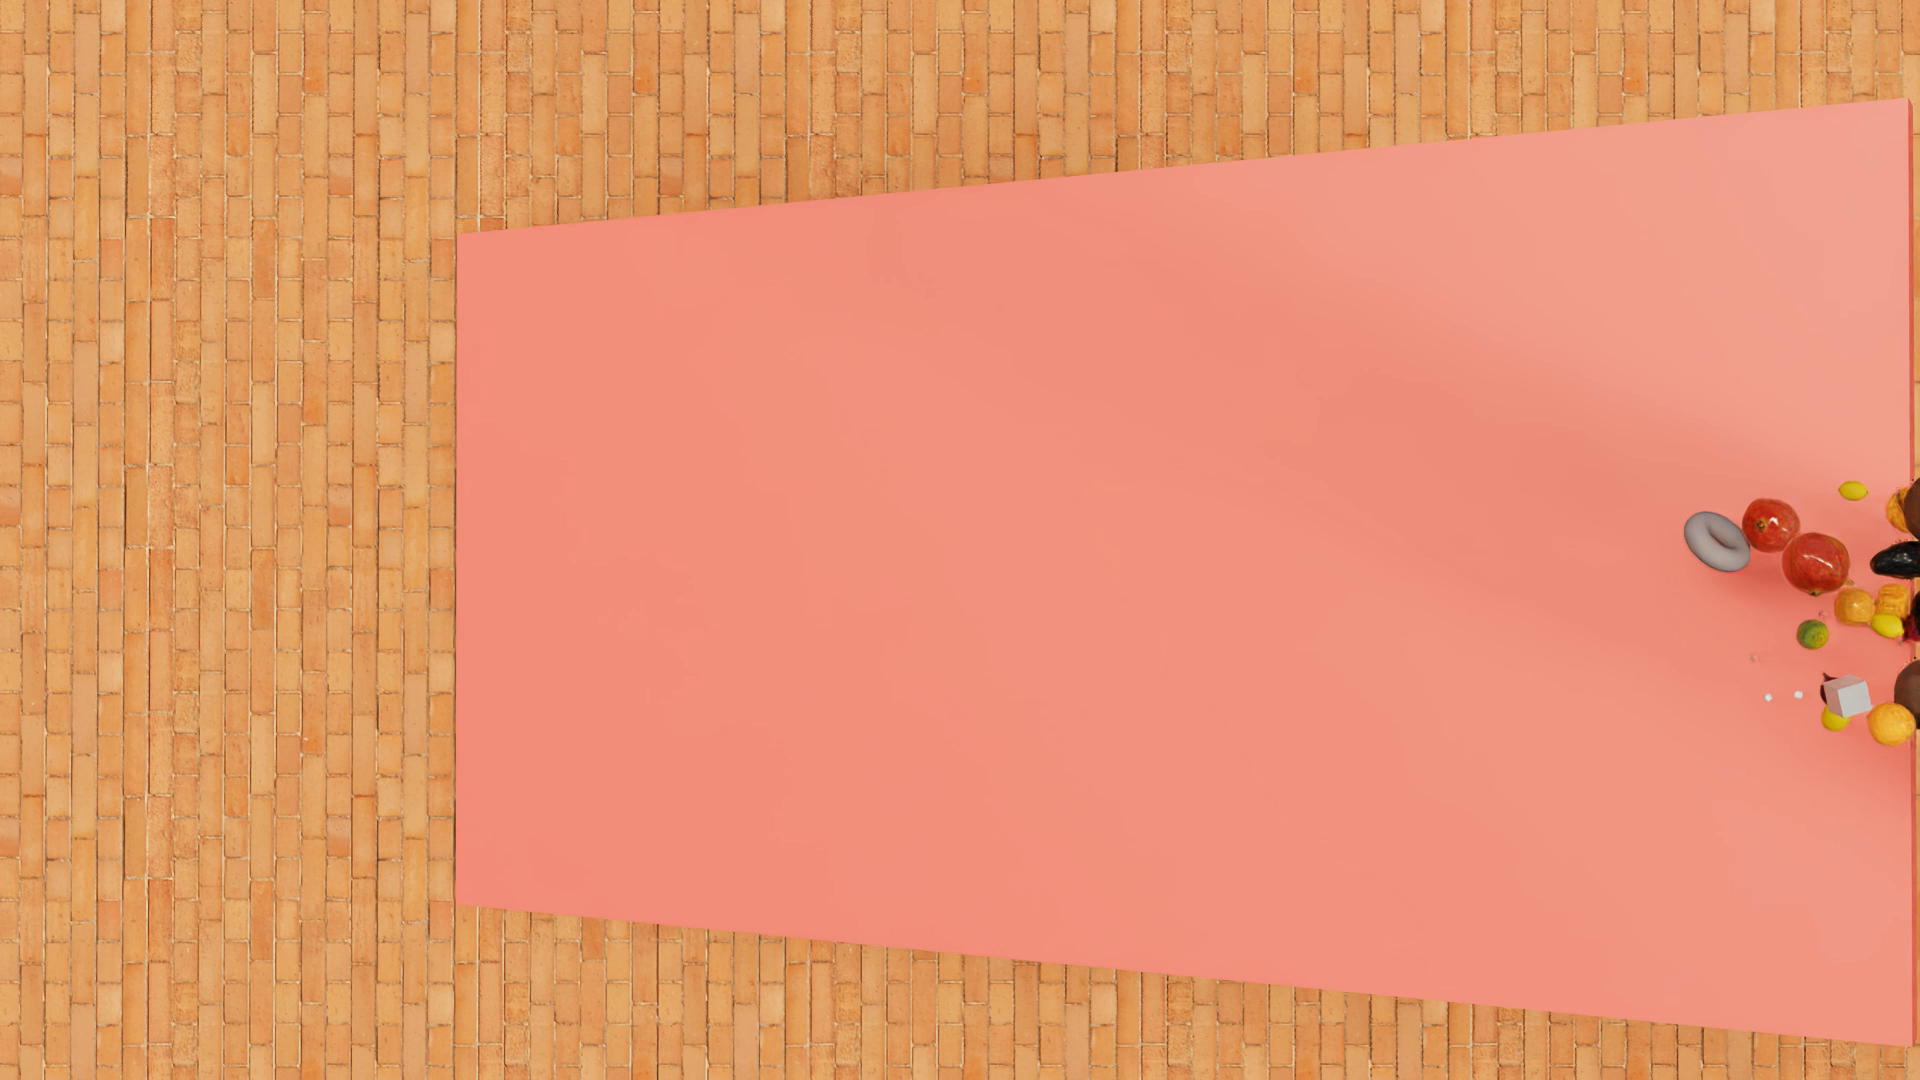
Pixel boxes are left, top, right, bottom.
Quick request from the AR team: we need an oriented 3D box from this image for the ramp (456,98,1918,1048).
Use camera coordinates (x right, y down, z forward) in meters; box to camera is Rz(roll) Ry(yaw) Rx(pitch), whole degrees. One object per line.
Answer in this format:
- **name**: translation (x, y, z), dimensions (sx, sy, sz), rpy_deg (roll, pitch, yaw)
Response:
- **ramp**: translation (0.274, 0.076, 5.641), dimensions (4.000, 0.100, 2.000), rpy_deg (0, 89, 29)

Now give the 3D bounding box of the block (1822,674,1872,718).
- **block**: translation (1.666, 0.293, 4.128), dimensions (0.057, 0.057, 0.057), rpy_deg (-17, 101, -2)

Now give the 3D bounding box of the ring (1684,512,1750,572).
- **ring**: translation (1.567, 0.004, 4.549), dimensions (0.150, 0.150, 0.050), rpy_deg (30, 133, 0)
